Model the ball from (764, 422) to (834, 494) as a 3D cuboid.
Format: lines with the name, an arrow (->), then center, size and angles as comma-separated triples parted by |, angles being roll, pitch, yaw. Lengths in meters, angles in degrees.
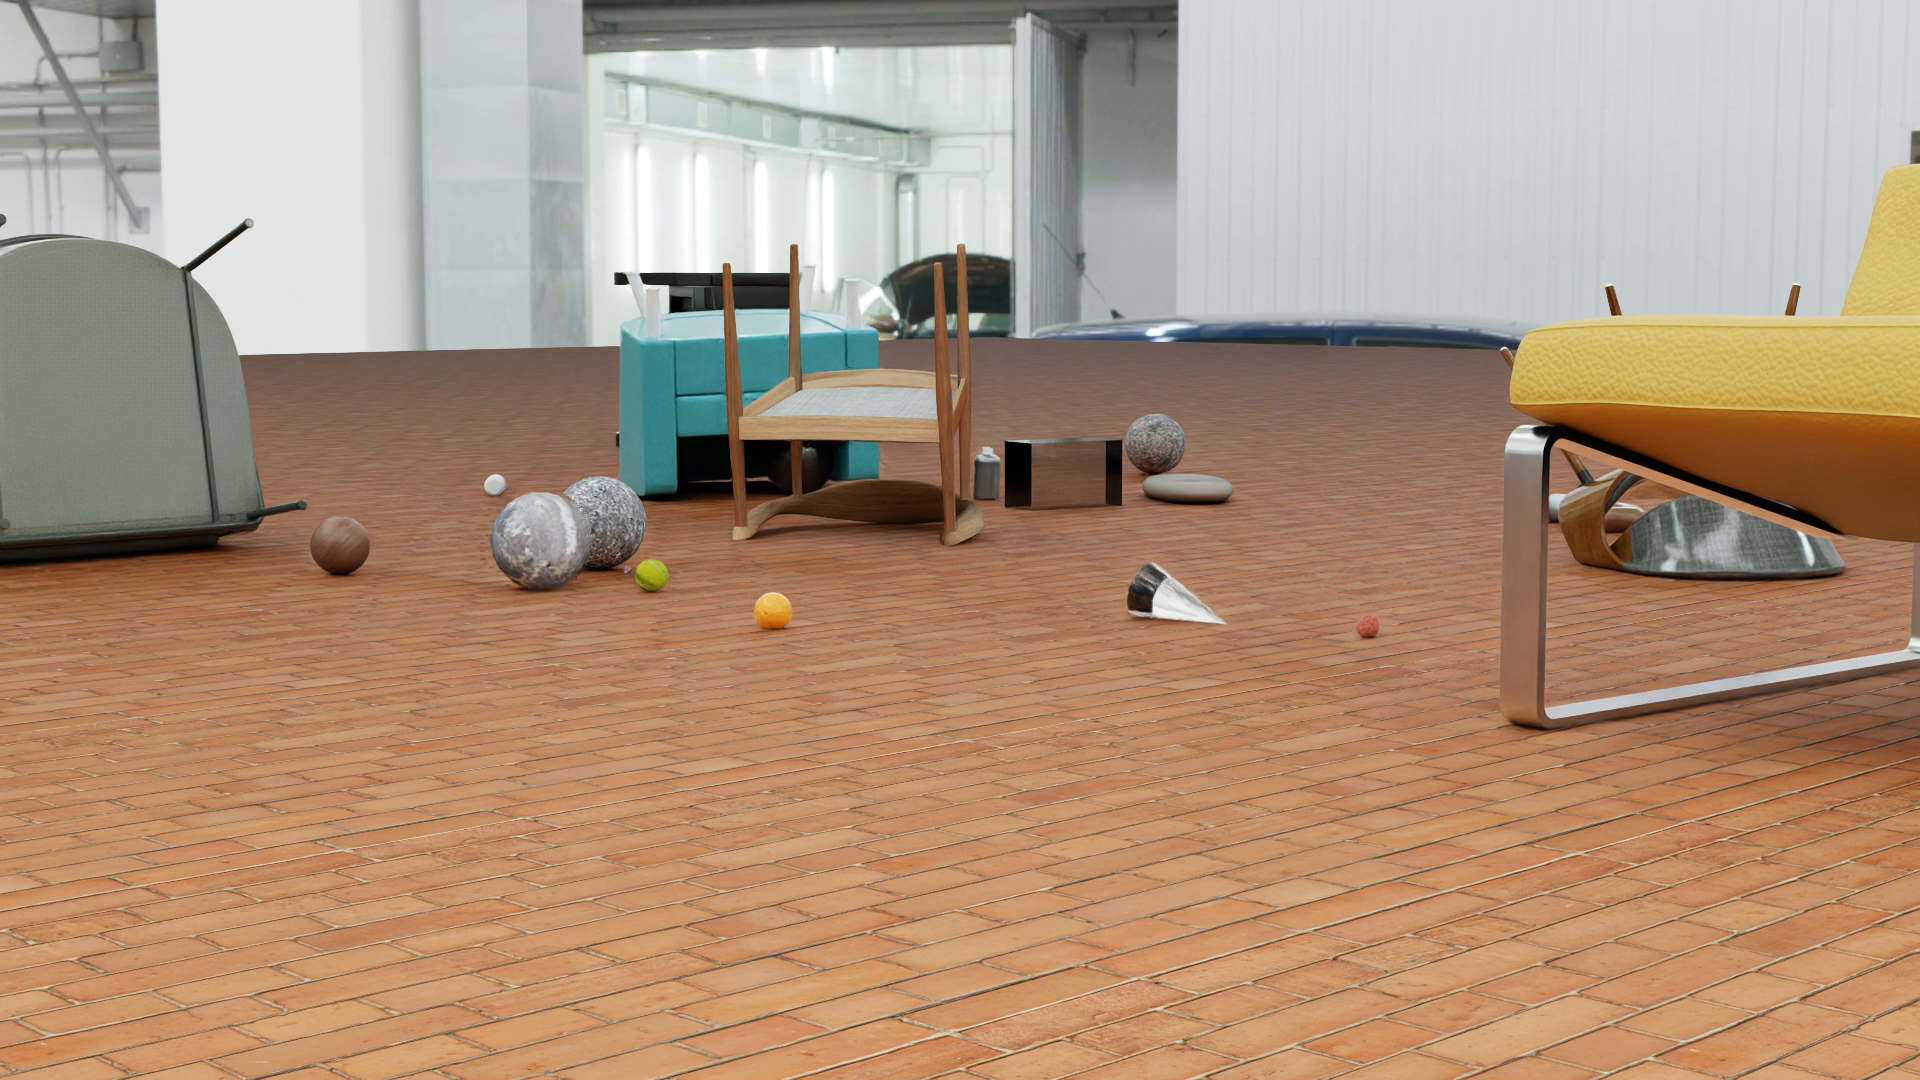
ball -> -0.486, -0.246, 7.754 | 0.215, 0.215, 0.215 | 0, 6, 0

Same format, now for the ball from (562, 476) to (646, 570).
ball -> -0.810, -0.039, 5.765 | 0.210, 0.210, 0.210 | 0, 6, 0

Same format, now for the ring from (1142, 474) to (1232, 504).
ring -> 0.673, -0.154, 7.602 | 0.248, 0.063, 0.487 | -2, 6, -9

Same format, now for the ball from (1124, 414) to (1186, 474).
ball -> 0.649, -0.320, 8.532 | 0.203, 0.203, 0.203 | 0, 6, 0

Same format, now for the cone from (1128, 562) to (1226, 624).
cone -> 0.433, 0.127, 4.913 | 0.191, 0.110, 0.126 | 23, -1, 31

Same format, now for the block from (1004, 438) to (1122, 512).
block -> 0.296, -0.190, 7.330 | 0.310, 0.190, 0.140 | -4, 7, -31

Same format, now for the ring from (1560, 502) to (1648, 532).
ring -> 1.669, -0.058, 6.654 | 0.223, 0.068, 0.187 | 5, 8, 31

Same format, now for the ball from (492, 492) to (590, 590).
ball -> -0.881, 0.002, 5.392 | 0.205, 0.205, 0.205 | 0, 6, 0
